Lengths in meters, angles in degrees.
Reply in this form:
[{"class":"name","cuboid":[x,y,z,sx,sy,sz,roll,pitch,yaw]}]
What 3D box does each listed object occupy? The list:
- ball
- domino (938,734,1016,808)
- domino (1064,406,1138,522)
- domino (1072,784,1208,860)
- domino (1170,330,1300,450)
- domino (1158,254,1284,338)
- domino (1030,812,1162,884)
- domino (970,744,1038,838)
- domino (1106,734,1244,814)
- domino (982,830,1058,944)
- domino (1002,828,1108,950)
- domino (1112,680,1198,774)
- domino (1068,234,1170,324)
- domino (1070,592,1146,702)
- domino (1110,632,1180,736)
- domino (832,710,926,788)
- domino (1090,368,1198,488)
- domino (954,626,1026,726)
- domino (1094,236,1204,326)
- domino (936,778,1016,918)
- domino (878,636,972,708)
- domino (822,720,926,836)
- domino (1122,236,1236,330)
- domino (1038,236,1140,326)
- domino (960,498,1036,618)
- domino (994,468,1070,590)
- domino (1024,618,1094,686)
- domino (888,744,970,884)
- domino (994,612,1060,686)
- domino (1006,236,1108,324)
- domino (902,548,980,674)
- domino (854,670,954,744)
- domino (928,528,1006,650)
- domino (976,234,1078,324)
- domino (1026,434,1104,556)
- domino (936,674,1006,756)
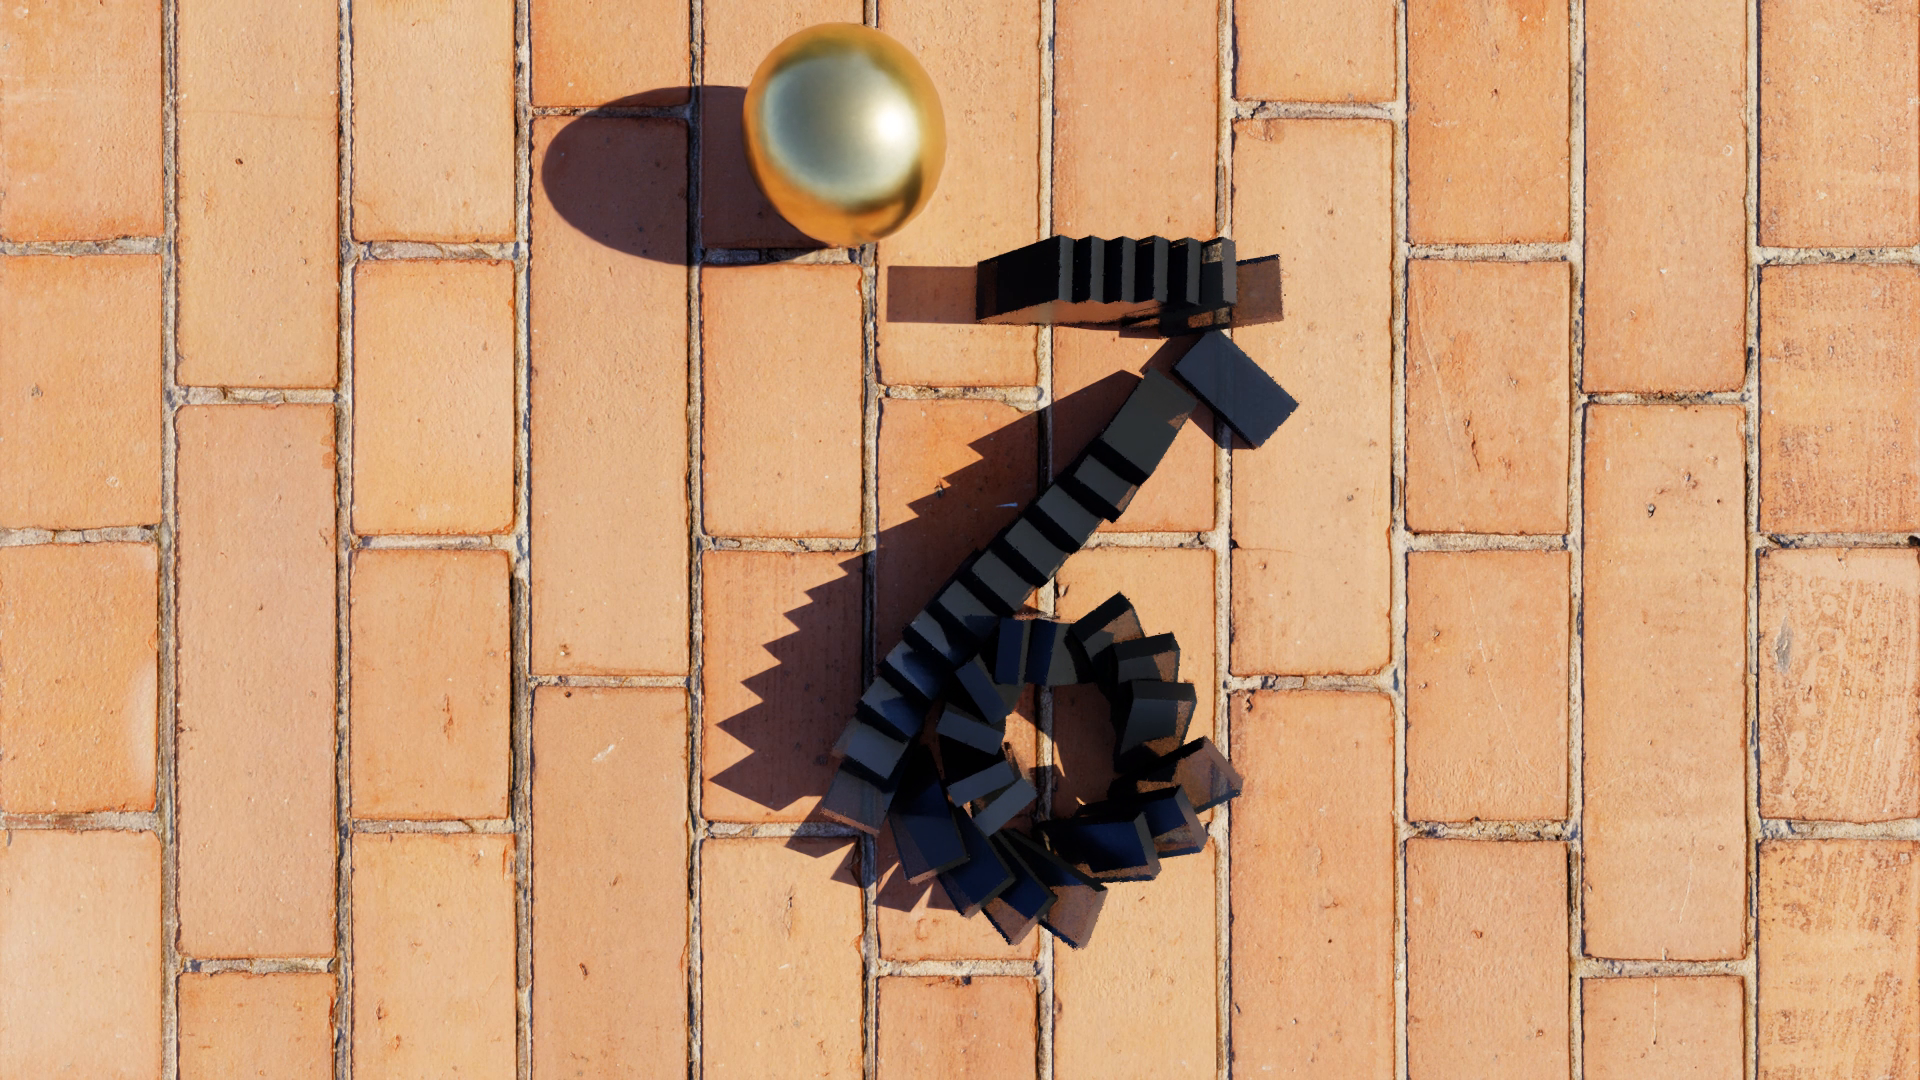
[{"class":"ball","cuboid":[-0.045,-0.158,0.360,0.080,0.080,0.080,0,90,0]},{"class":"domino","cuboid":[0.006,0.089,0.375,0.025,0.050,0.010,-24,102,0]},{"class":"domino","cuboid":[0.067,-0.033,0.383,0.025,0.010,0.050,37,59,0]},{"class":"domino","cuboid":[0.074,0.120,0.381,0.050,0.010,0.025,-24,94,35]},{"class":"domino","cuboid":[0.118,-0.066,0.395,0.050,0.010,0.025,43,90,0]},{"class":"domino","cuboid":[0.109,-0.102,0.385,0.050,0.009,0.025,-4,85,24]},{"class":"domino","cuboid":[0.056,0.129,0.382,0.050,0.009,0.025,-18,90,35]},{"class":"domino","cuboid":[0.016,0.101,0.375,0.025,0.050,0.009,-40,93,0]},{"class":"domino","cuboid":[0.089,0.103,0.382,0.050,0.009,0.025,-37,96,31]},{"class":"domino","cuboid":[0.014,0.139,0.381,0.025,0.010,0.050,-50,54,2]},{"class":"domino","cuboid":[0.035,0.144,0.380,0.050,0.010,0.025,22,94,39]},{"class":"domino","cuboid":[0.080,0.079,0.380,0.025,0.010,0.050,3,131,0]},{"class":"domino","cuboid":[0.063,-0.106,0.378,0.009,0.050,0.025,2,90,-39]},{"class":"domino","cuboid":[0.064,0.045,0.378,0.025,0.050,0.009,-35,46,-5]},{"class":"domino","cuboid":[0.076,0.061,0.379,0.025,0.010,0.050,-10,132,-3]},{"class":"domino","cuboid":[-0.029,0.074,0.381,0.025,0.010,0.050,31,55,3]},{"class":"domino","cuboid":[0.078,-0.048,0.383,0.025,0.009,0.050,37,59,0]},{"class":"domino","cuboid":[0.014,0.054,0.375,0.009,0.050,0.025,-35,90,17]},{"class":"domino","cuboid":[0.076,-0.106,0.378,0.009,0.050,0.025,2,90,-40]},{"class":"domino","cuboid":[-0.001,0.128,0.382,0.025,0.010,0.050,-40,55,1]},{"class":"domino","cuboid":[-0.009,0.042,0.382,0.025,0.010,0.050,42,55,0]},{"class":"domino","cuboid":[-0.035,0.094,0.381,0.025,0.009,0.050,20,57,6]},{"class":"domino","cuboid":[0.089,-0.105,0.378,0.009,0.050,0.025,2,87,-41]},{"class":"domino","cuboid":[0.051,-0.106,0.378,0.010,0.050,0.025,2,90,-39]},{"class":"domino","cuboid":[0.025,0.007,0.381,0.025,0.009,0.050,43,54,1]},{"class":"domino","cuboid":[0.039,-0.006,0.382,0.025,0.009,0.050,43,56,0]},{"class":"domino","cuboid":[0.044,0.046,0.376,0.010,0.050,0.025,11,90,32]},{"class":"domino","cuboid":[-0.017,0.114,0.382,0.025,0.010,0.050,-24,56,0]},{"class":"domino","cuboid":[0.028,0.044,0.375,0.010,0.050,0.025,6,90,22]},{"class":"domino","cuboid":[0.039,-0.106,0.378,0.010,0.050,0.025,2,90,-39]},{"class":"domino","cuboid":[0.001,0.029,0.382,0.025,0.009,0.050,42,54,0]},{"class":"domino","cuboid":[-0.019,0.057,0.382,0.025,0.010,0.050,38,55,0]},{"class":"domino","cuboid":[0.012,0.020,0.380,0.025,0.009,0.050,43,54,1]},{"class":"domino","cuboid":[0.027,-0.106,0.378,0.009,0.050,0.025,2,90,-39]},{"class":"domino","cuboid":[0.052,-0.020,0.383,0.025,0.010,0.050,43,58,0]},{"class":"domino","cuboid":[0.006,0.070,0.375,0.025,0.050,0.009,22,100,0]}]
